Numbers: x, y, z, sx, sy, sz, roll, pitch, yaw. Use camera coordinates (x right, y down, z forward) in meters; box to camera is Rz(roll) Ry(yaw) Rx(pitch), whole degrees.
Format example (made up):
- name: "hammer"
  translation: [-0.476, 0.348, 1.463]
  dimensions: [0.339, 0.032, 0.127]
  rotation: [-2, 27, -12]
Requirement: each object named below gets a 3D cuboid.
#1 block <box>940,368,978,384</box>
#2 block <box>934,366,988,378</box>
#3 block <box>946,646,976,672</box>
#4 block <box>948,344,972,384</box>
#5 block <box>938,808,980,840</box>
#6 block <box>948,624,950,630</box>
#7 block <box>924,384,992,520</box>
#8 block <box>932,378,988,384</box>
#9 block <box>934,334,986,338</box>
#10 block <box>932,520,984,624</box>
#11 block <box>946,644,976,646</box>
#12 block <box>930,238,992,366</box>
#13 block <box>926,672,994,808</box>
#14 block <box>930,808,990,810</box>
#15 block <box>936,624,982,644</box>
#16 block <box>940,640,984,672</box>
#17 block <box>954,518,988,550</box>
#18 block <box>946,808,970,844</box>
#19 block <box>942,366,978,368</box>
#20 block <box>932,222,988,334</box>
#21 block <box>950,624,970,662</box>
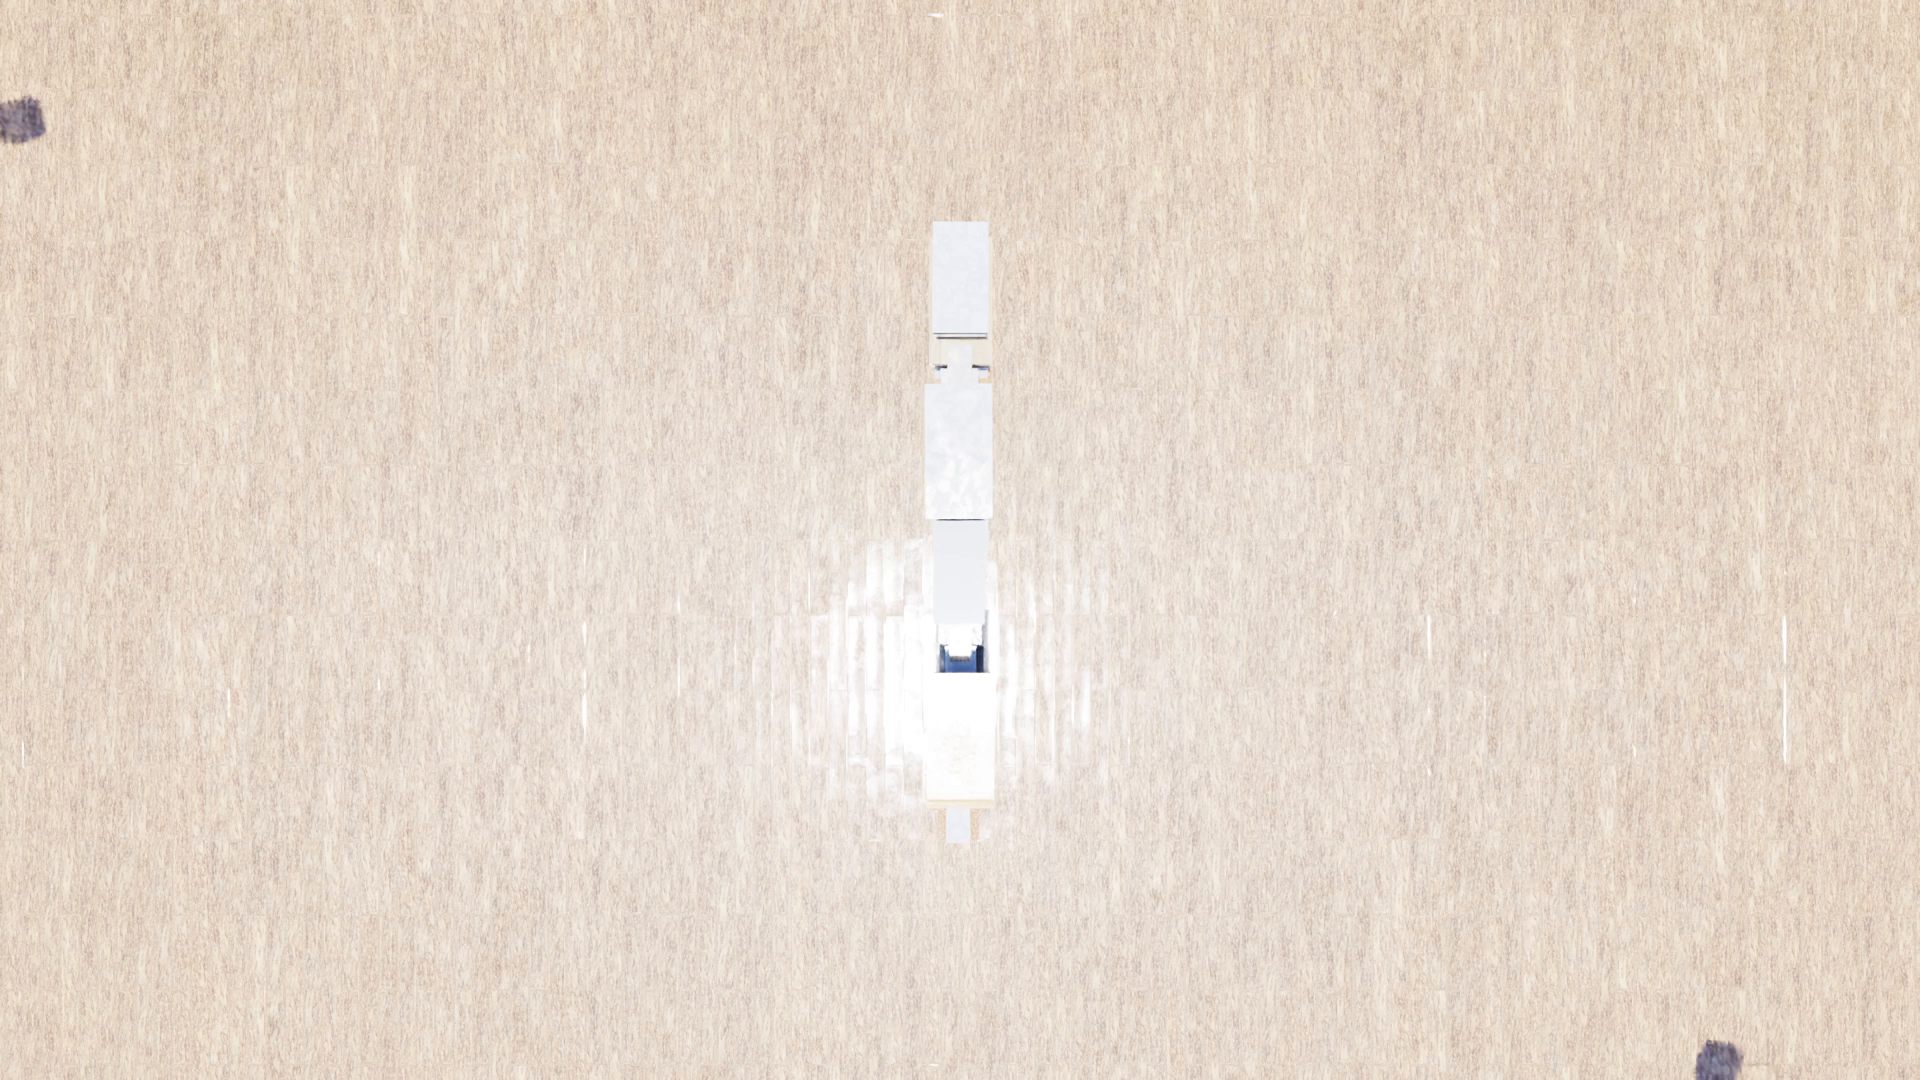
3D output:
- name: "block"
  translation: [-0.001, -0.371, 4.578]
  dimensions: [0.103, 0.029, 0.206]
  rotation: [0, 90, 0]
- name: "block"
  translation: [0.004, -0.649, 5.144]
  dimensions: [0.166, 0.047, 0.332]
  rotation: [0, 90, 0]
- name: "block"
  translation: [0.002, 0.382, 4.598]
  dimensions: [0.086, 0.024, 0.172]
  rotation: [0, 90, 0]
- name: "block"
  translation: [-0.001, -0.455, 4.354]
  dimensions: [0.063, 0.018, 0.126]
  rotation: [0, 90, 0]
- name: "block"
  translation: [-0.003, 0.710, 4.539]
  dimensions: [0.113, 0.032, 0.227]
  rotation: [0, 90, 0]
- name: "block"
  translation: [-0.002, 0.236, 4.540]
  dimensions: [0.056, 0.133, 0.016]
  rotation: [0, 90, 0]
- name: "block"
  translation: [-0.003, -0.220, 4.106]
  dimensions: [0.167, 0.047, 0.334]
  rotation: [0, 90, 0]
- name: "block"
  translation: [0.002, -0.304, 4.822]
  dimensions: [0.166, 0.047, 0.332]
  rotation: [0, 90, 0]
- name: "block"
  translation: [0.001, -0.570, 4.349]
  dimensions: [0.140, 0.281, 0.040]
  rotation: [0, 90, 0]
- name: "block"
  translation: [-0.003, 0.082, 4.184]
  dimensions: [0.130, 0.037, 0.261]
  rotation: [0, 90, 0]
- name: "block"
  translation: [0.002, 0.325, 4.807]
  dimensions: [0.086, 0.394, 0.024]
  rotation: [0, 90, 0]
- name: "block"
  translation: [0.002, -0.652, 4.513]
  dimensions: [0.172, 0.049, 0.344]
  rotation: [0, 90, 0]
- name: "block"
  translation: [0.002, 0.505, 4.161]
  dimensions: [0.169, 0.048, 0.338]
  rotation: [0, 90, 0]
- name: "block"
  translation: [-0.002, 0.609, 4.806]
  dimensions: [0.174, 0.049, 0.348]
  rotation: [0, 90, 0]
- name: "block"
  translation: [-0.004, 0.162, 4.624]
  dimensions: [0.128, 0.036, 0.257]
  rotation: [0, 90, 0]
- name: "block"
  translation: [0.005, 0.457, 5.199]
  dimensions: [0.140, 0.040, 0.281]
  rotation: [0, 90, 0]
- name: "block"
  translation: [0.003, -0.117, 4.484]
  dimensions: [0.147, 0.042, 0.293]
  rotation: [0, 90, 0]
- name: "block"
  translation: [-0.004, 0.741, 4.388]
  dimensions: [0.063, 0.018, 0.126]
  rotation: [0, 90, 0]
- name: "block"
  translation: [-0.001, -0.581, 4.896]
  dimensions: [0.105, 0.030, 0.210]
  rotation: [0, 90, 0]
- name: "block"
  translation: [0.001, -0.664, 4.188]
  dimensions: [0.140, 0.040, 0.281]
  rotation: [0, 90, 0]
- name: "block"
  translation: [0.000, 0.273, 4.465]
  dimensions: [0.056, 0.016, 0.112]
  rotation: [-1, 90, 0]
